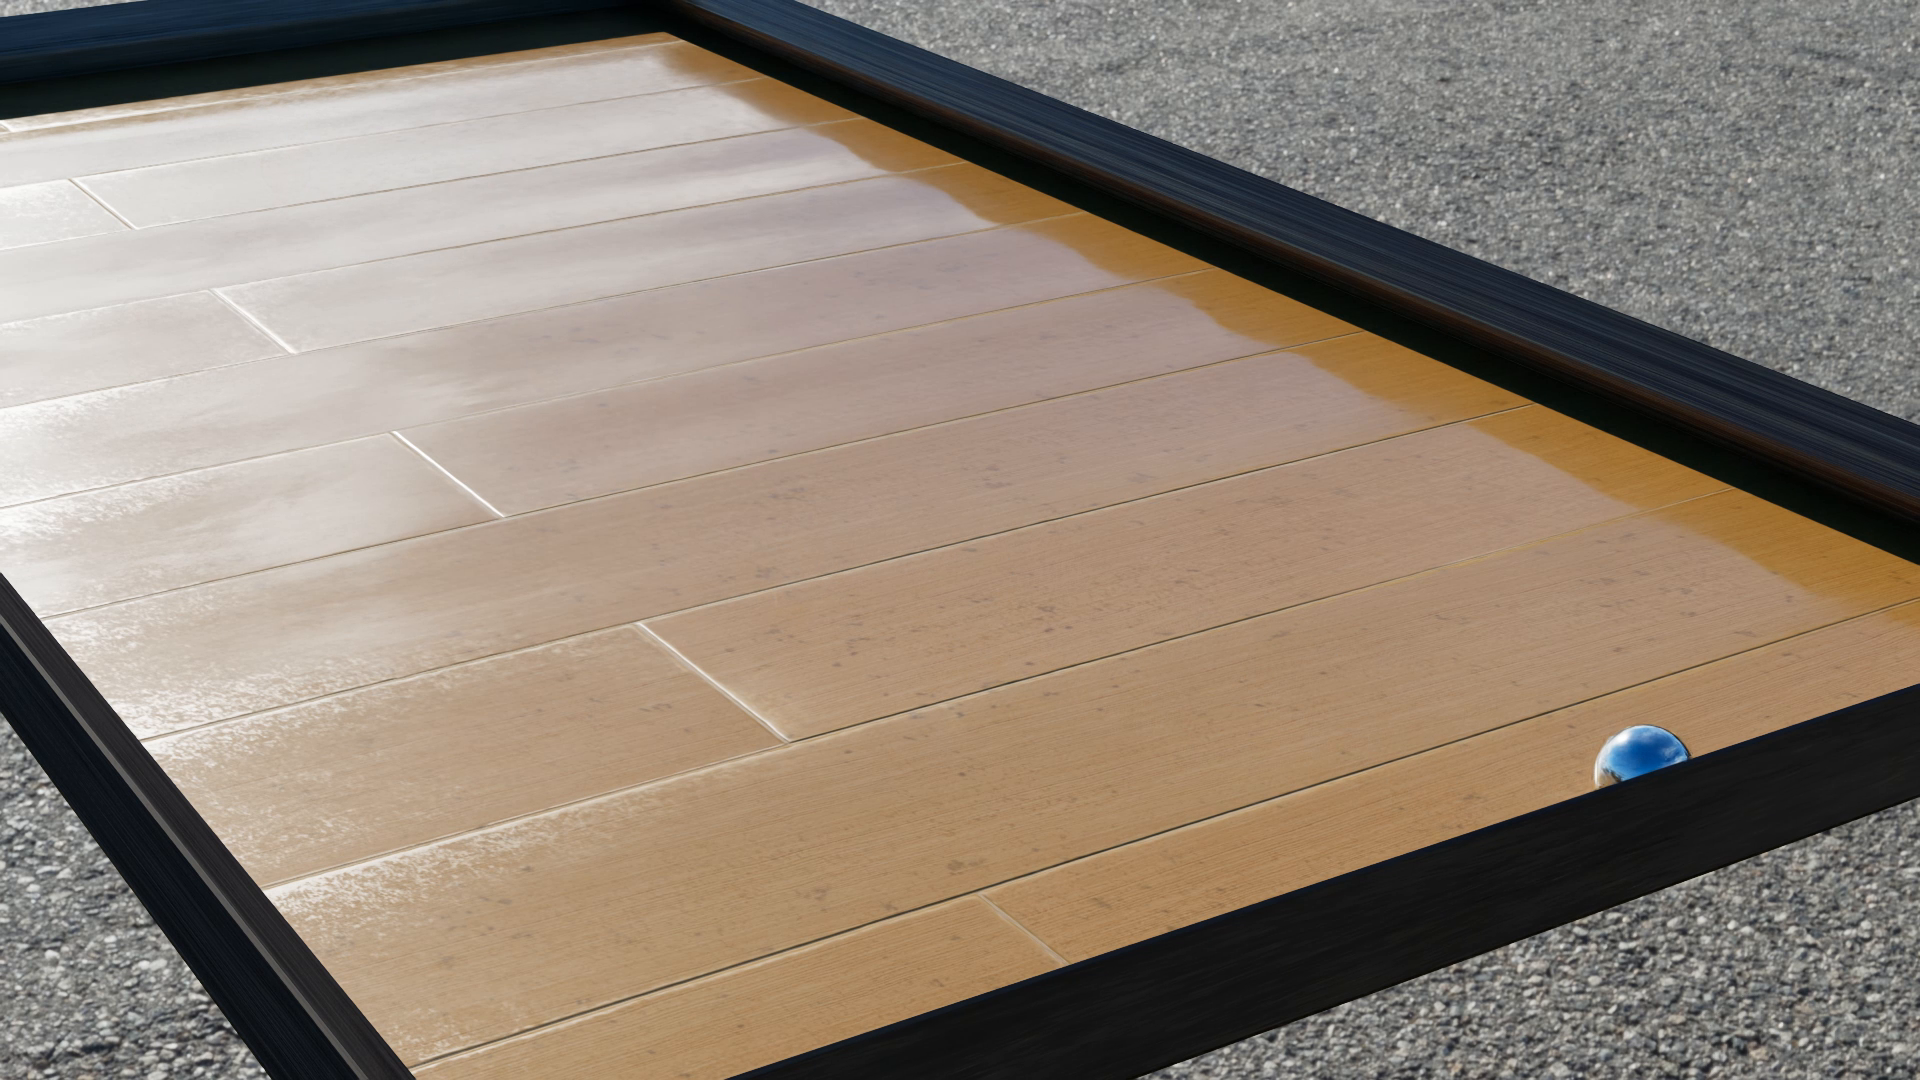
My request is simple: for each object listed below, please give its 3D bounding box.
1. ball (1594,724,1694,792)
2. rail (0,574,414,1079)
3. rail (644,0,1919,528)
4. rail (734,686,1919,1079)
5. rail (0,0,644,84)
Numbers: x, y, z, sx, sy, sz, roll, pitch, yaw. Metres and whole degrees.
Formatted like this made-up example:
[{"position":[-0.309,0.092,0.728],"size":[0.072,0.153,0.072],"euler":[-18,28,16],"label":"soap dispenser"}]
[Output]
[{"position":[0.461,0.158,1.981],"size":[0.068,0.068,0.068],"euler":[0,23,0],"label":"ball"},{"position":[-0.962,-0.095,2.557],"size":[0.045,0.088,2.732],"euler":[-14,26,-29],"label":"rail"},{"position":[0.238,-0.384,3.249],"size":[0.045,0.088,2.732],"euler":[-14,26,-29],"label":"rail"},{"position":[0.349,0.200,1.853],"size":[1.463,0.088,0.045],"euler":[-14,26,-29],"label":"rail"},{"position":[-1.073,-0.678,3.953],"size":[1.463,0.088,0.045],"euler":[-14,26,-29],"label":"rail"}]
